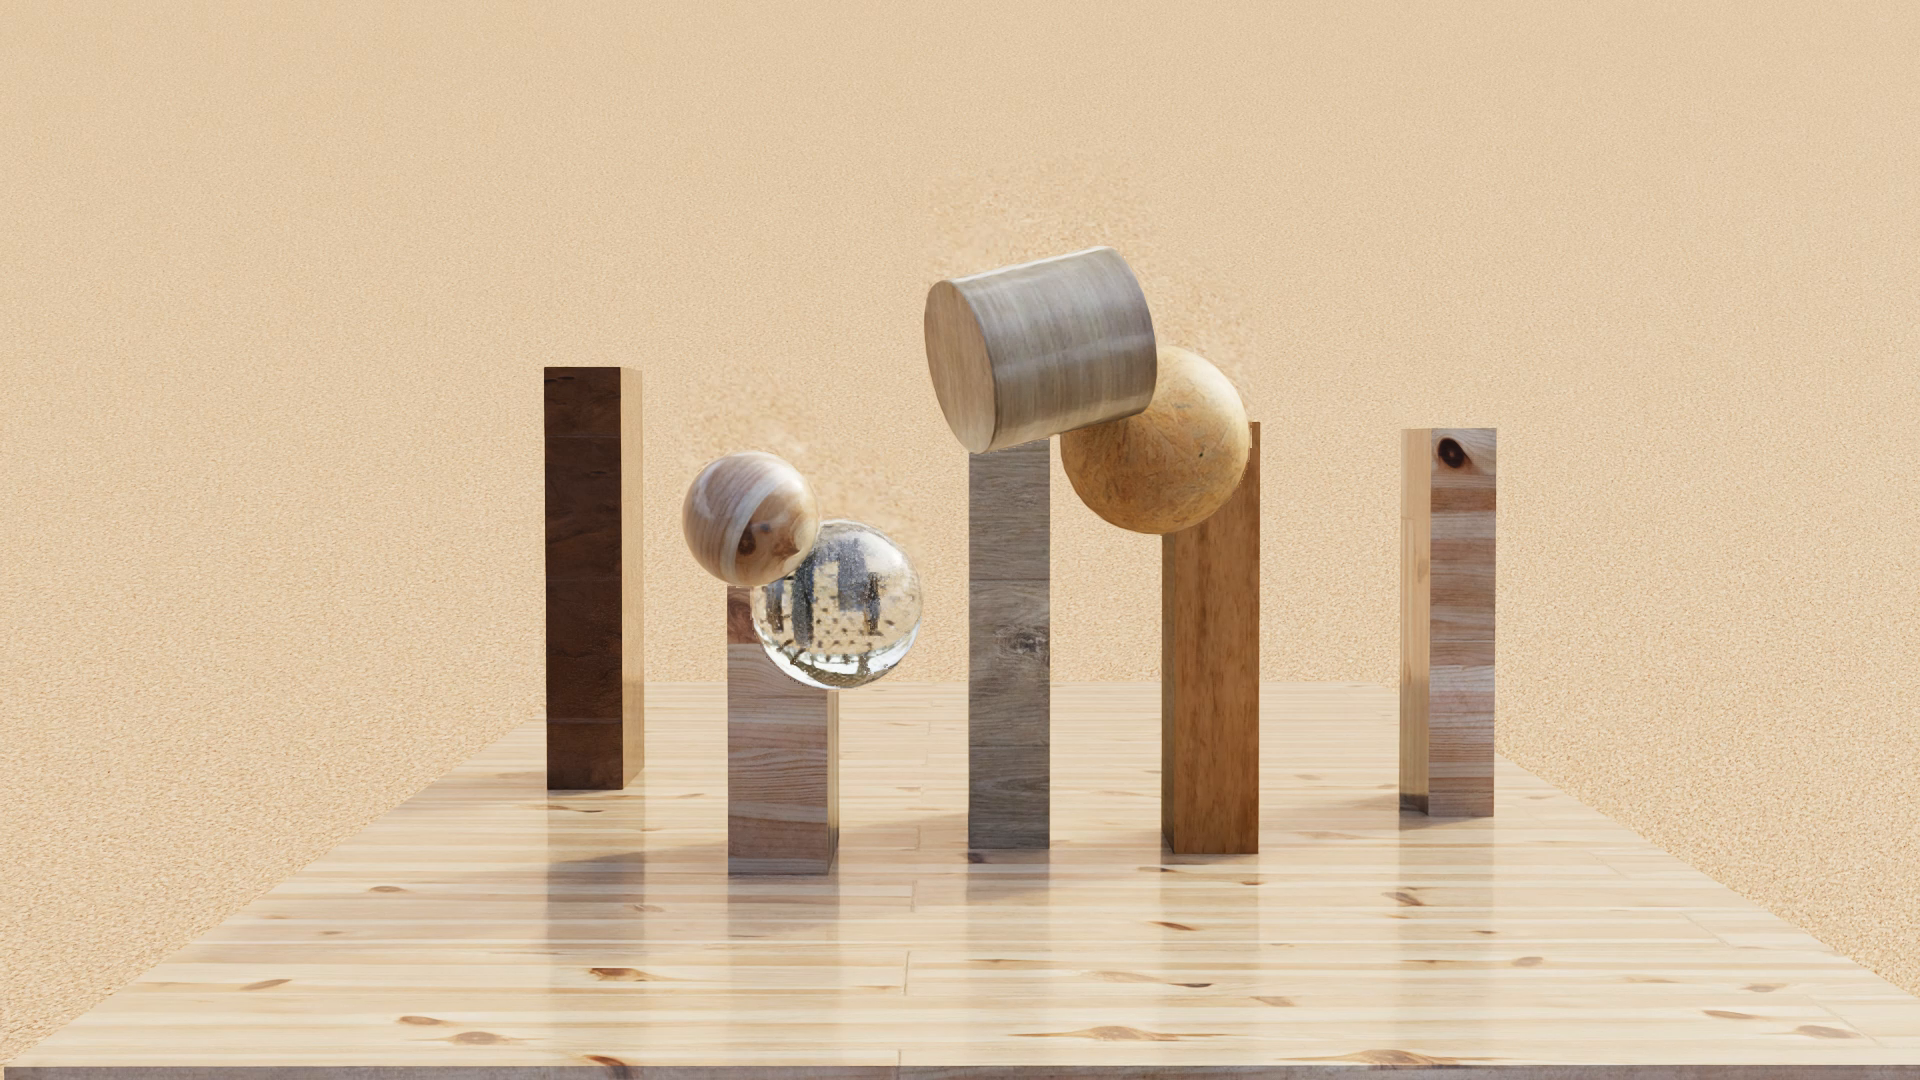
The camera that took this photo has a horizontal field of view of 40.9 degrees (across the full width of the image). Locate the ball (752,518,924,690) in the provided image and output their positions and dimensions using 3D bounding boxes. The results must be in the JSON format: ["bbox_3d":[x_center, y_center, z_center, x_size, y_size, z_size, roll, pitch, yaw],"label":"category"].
[{"bbox_3d":[-0.138,0.072,2.892,0.193,0.193,0.193,0,23,0],"label":"ball"}]

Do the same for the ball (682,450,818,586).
[{"bbox_3d":[-0.213,-0.022,2.606,0.138,0.138,0.138,0,23,0],"label":"ball"}]

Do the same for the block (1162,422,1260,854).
[{"bbox_3d":[0.381,0.141,3.938,0.126,0.642,0.243,0,2,0],"label":"block"}]

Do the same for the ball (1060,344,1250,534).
[{"bbox_3d":[0.193,-0.100,2.562,0.189,0.189,0.189,0,23,0],"label":"ball"}]

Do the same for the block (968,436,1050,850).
[{"bbox_3d":[0.074,0.108,4.053,0.121,0.700,0.381,0,2,0],"label":"block"}]

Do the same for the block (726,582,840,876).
[{"bbox_3d":[-0.257,0.260,3.806,0.141,0.416,0.363,0,2,0],"label":"block"}]

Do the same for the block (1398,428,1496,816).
[{"bbox_3d":[0.818,0.129,4.334,0.107,0.634,0.281,0,2,0],"label":"block"}]

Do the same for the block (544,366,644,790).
[{"bbox_3d":[-0.661,0.062,4.673,0.135,0.743,0.312,0,2,0],"label":"block"}]

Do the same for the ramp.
[{"bbox_3d":[0.054,0.489,4.541,2.000,0.100,4.000,0,2,0],"label":"ramp"}]

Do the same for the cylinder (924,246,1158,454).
[{"bbox_3d":[0.073,-0.177,2.383,0.162,0.162,0.162,-15,27,-19],"label":"cylinder"}]
